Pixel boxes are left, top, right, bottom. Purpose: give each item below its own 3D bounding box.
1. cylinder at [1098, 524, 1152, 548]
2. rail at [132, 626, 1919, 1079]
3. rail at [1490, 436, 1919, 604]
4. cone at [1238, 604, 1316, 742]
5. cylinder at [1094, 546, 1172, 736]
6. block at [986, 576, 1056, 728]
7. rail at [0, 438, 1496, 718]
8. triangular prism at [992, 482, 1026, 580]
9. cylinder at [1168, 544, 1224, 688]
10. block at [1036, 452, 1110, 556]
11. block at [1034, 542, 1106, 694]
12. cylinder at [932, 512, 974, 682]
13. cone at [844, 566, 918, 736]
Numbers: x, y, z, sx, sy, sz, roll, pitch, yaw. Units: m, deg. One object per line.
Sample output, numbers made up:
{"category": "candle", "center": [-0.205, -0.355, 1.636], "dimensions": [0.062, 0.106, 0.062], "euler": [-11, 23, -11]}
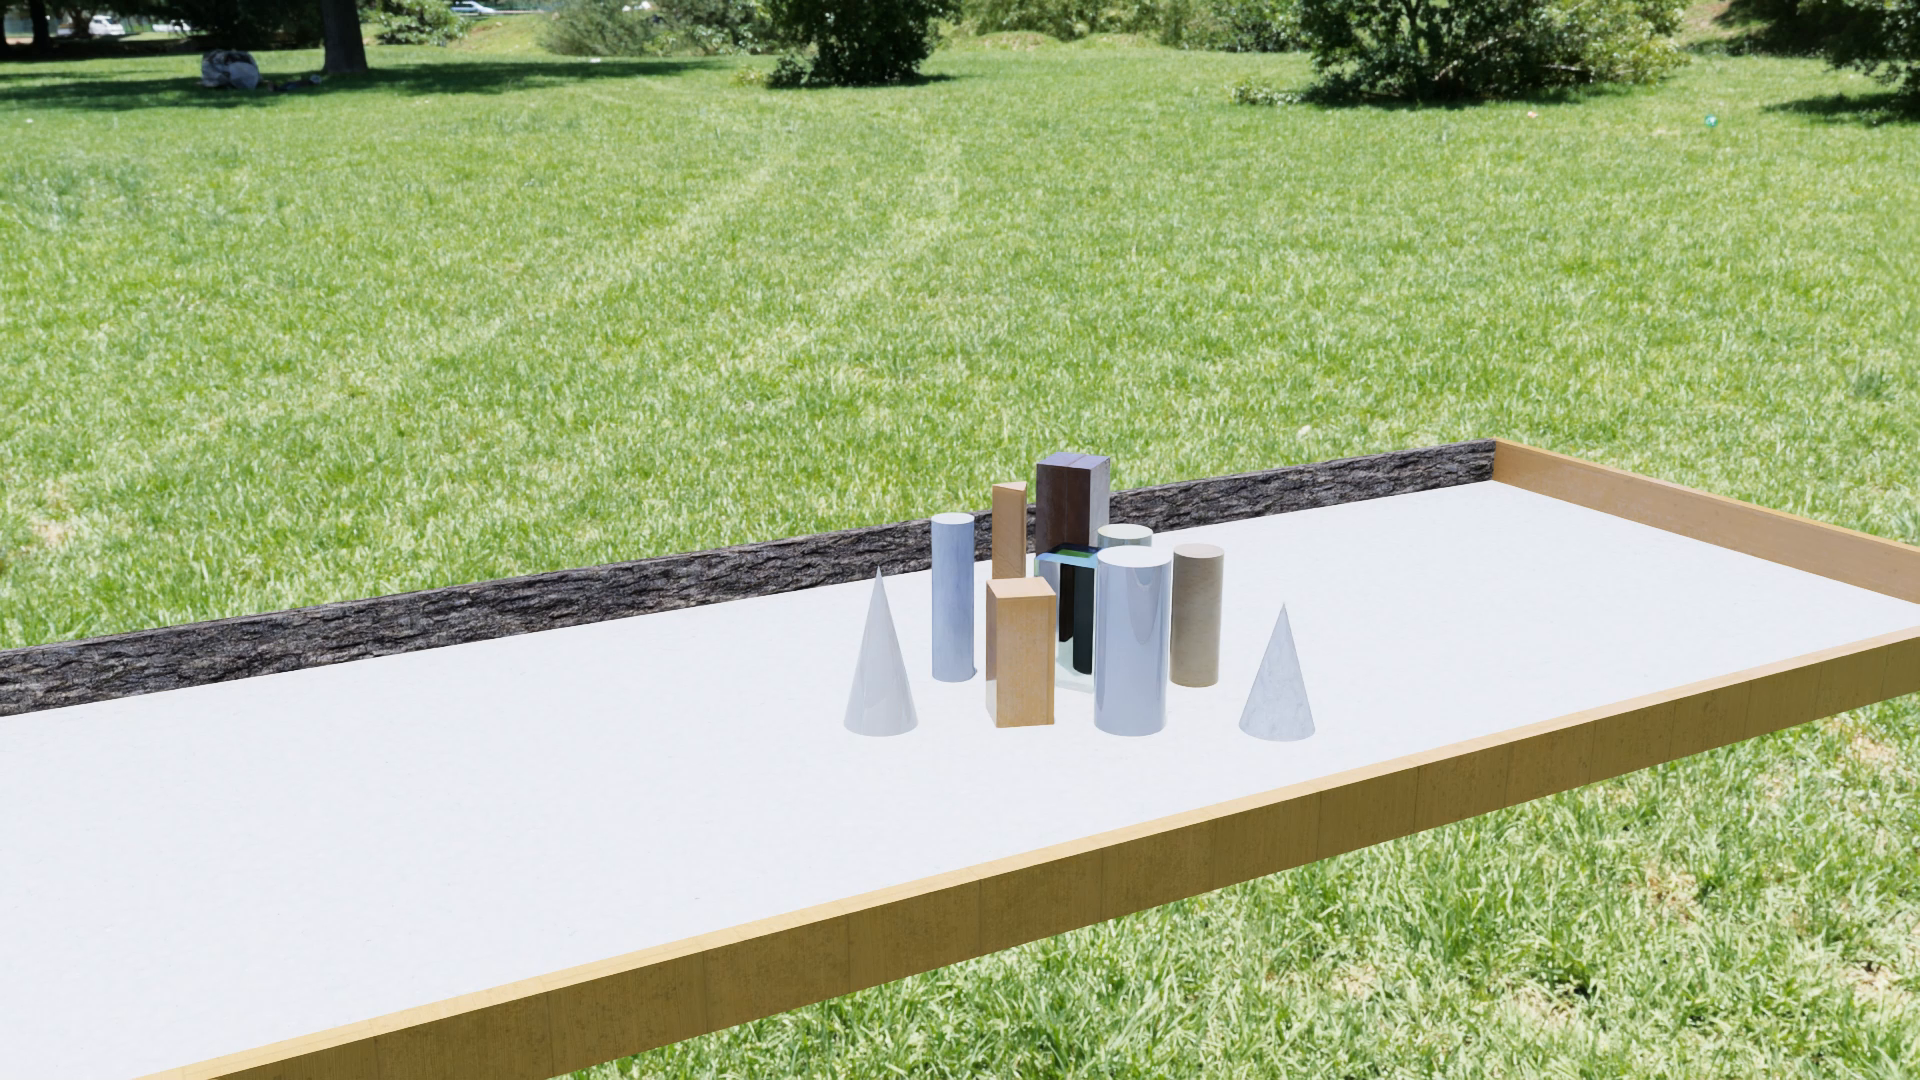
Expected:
{"category": "cylinder", "center": [0.428, 0.135, 4.314], "dimensions": [0.142, 0.328, 0.142], "euler": [0, 16, 0]}
{"category": "rail", "center": [-2.336, 1.006, 1.665], "dimensions": [12.000, 0.150, 0.050], "euler": [-9, 18, -27]}
{"category": "rail", "center": [2.466, -0.048, 5.253], "dimensions": [0.050, 0.150, 2.100], "euler": [-9, 18, -27]}
{"category": "cone", "center": [0.742, 0.289, 3.821], "dimensions": [0.177, 0.311, 0.177], "euler": [0, 16, 0]}
{"category": "cylinder", "center": [0.399, 0.234, 3.832], "dimensions": [0.170, 0.410, 0.170], "euler": [0, 16, 0]}
{"category": "block", "center": [0.141, 0.264, 3.887], "dimensions": [0.138, 0.321, 0.138], "euler": [-3, 17, -9]}
{"category": "rail", "center": [-3.305, 0.497, 3.399], "dimensions": [12.000, 0.150, 0.050], "euler": [-9, 18, -27]}
{"category": "triangular prism", "center": [0.149, 0.061, 4.381], "dimensions": [0.098, 0.432, 0.085], "euler": [12, 20, 36]}
{"category": "cylinder", "center": [0.590, 0.188, 4.116], "dimensions": [0.126, 0.338, 0.126], "euler": [0, 16, 0]}
{"category": "block", "center": [0.311, -0.003, 4.567], "dimensions": [0.156, 0.449, 0.156], "euler": [7, 18, 24]}
{"category": "block", "center": [0.293, 0.192, 4.125], "dimensions": [0.165, 0.325, 0.165], "euler": [9, 19, 28]}
{"category": "cylinder", "center": [-0.018, 0.145, 4.129], "dimensions": [0.107, 0.414, 0.107], "euler": [0, 16, 0]}
{"category": "cone", "center": [-0.187, 0.243, 3.839], "dimensions": [0.179, 0.389, 0.179], "euler": [0, 16, 0]}
